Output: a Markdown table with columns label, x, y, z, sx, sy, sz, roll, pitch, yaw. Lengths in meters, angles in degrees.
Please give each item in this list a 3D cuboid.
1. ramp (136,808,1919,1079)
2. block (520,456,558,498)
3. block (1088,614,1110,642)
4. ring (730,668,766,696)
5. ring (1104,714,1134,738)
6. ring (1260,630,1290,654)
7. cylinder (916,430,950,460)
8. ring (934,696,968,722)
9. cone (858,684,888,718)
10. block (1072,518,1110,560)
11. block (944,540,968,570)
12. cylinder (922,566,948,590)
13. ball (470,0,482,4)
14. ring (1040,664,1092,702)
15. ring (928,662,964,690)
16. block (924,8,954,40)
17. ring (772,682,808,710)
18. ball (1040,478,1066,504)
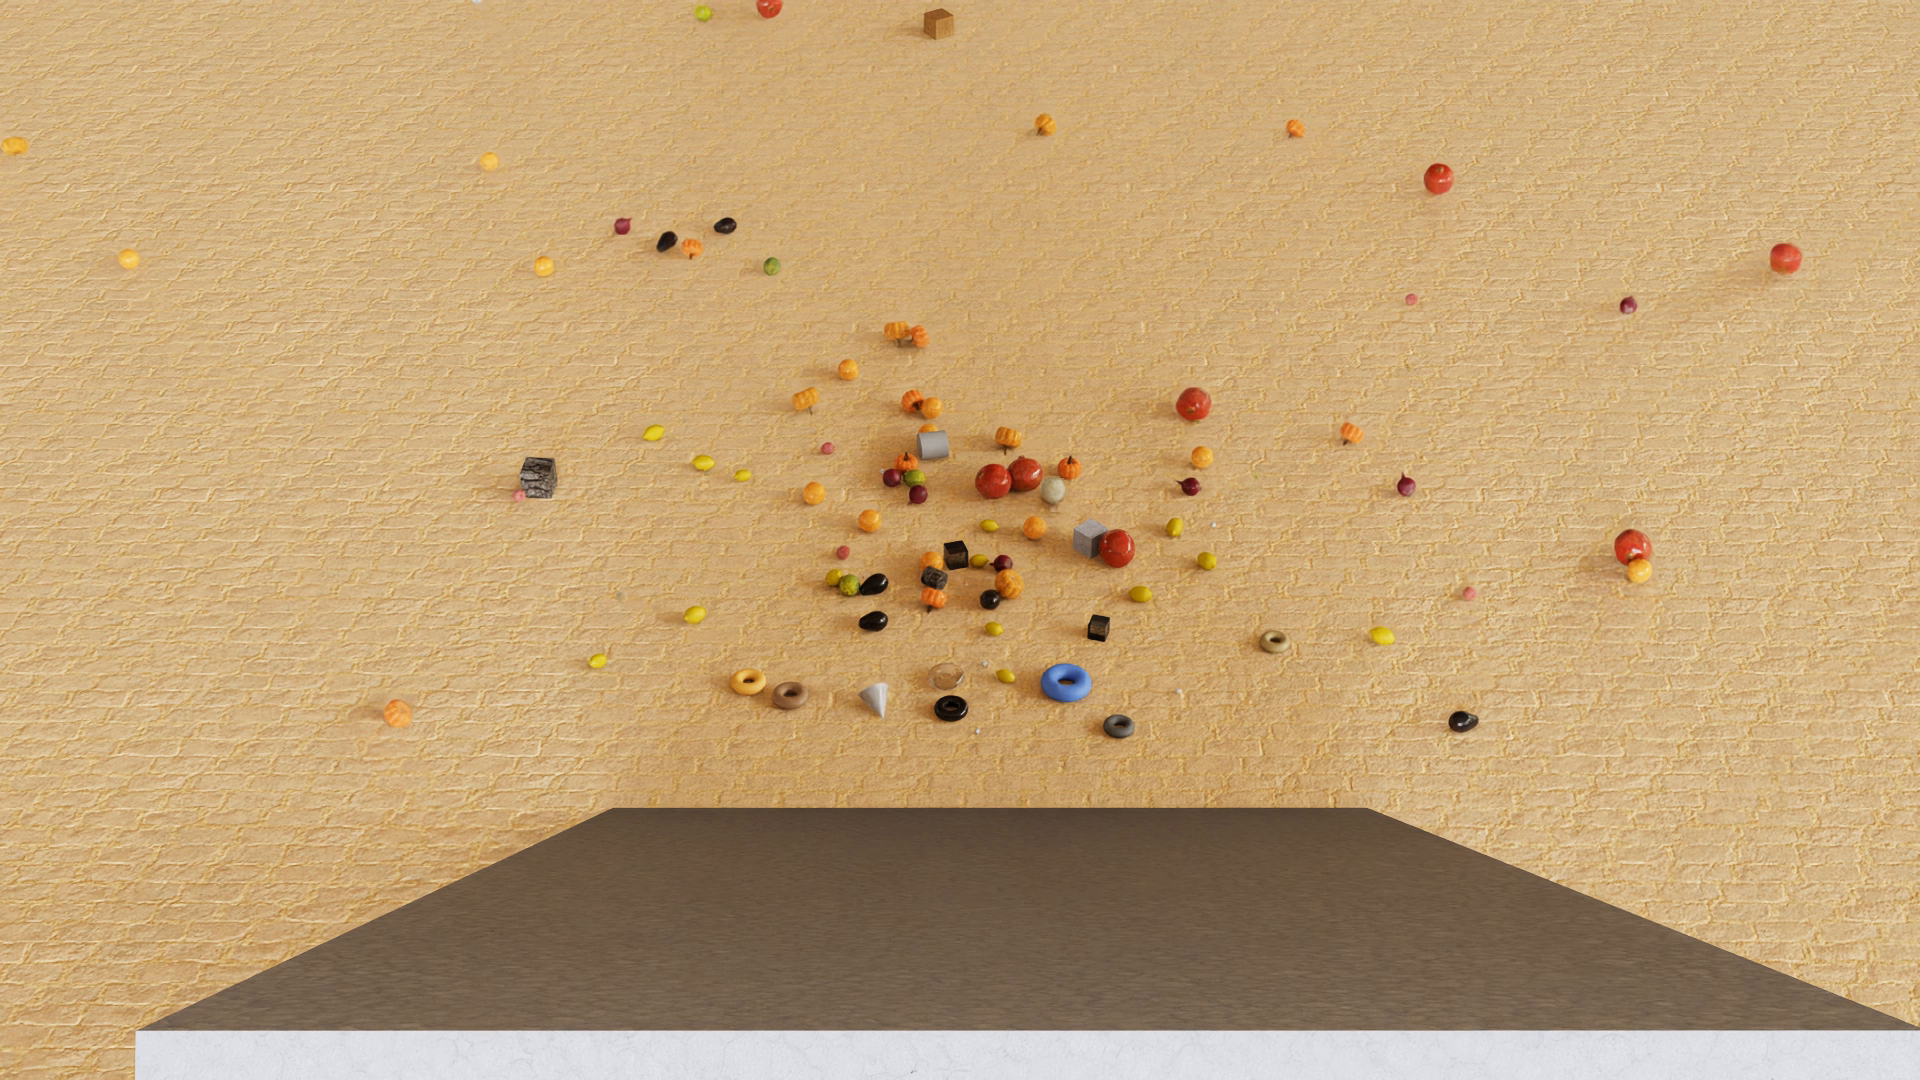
| label | x | y | z | sx | sy | sz | roll | pitch | yaw |
| --- | --- | --- | --- | --- | --- | --- | --- | --- | --- |
| ramp | 0.080 | 0.679 | 4.898 | 2.000 | 0.100 | 4.000 | 0 | -2 | 0 |
| block | -1.325 | -0.196 | 8.181 | 0.092 | 0.092 | 0.092 | 3 | 36 | 4 |
| block | 0.406 | 0.257 | 7.599 | 0.053 | 0.053 | 0.053 | 11 | 38 | 14 |
| ring | -0.603 | 0.404 | 7.417 | 0.101 | 0.034 | 0.101 | 1 | 37 | -1 |
| ring | 0.444 | 0.520 | 7.262 | 0.089 | 0.030 | 0.089 | 1 | 36 | -1 |
| ring | 0.916 | 0.296 | 7.567 | 0.088 | 0.029 | 0.088 | 0 | 38 | 0 |
| cylinder | -0.087 | -0.304 | 8.332 | 0.087 | 0.087 | 0.087 | -8 | 37 | -10 |
| ring | -0.025 | 0.474 | 7.323 | 0.098 | 0.033 | 0.098 | 0 | 38 | 0 |
| cone | -0.230 | 0.465 | 7.328 | 0.090 | 0.090 | 0.090 | -13 | 65 | -17 |
| block | 0.400 | -0.004 | 7.933 | 0.077 | 0.077 | 0.077 | -29 | 45 | -33 |
| block | -0.012 | 0.046 | 7.879 | 0.060 | 0.060 | 0.060 | -11 | 38 | -14 |
| cylinder | -0.076 | 0.114 | 7.789 | 0.057 | 0.057 | 0.057 | 24 | 43 | 29 |
| ball | -2.062 | -2.314 | 11.084 | 0.057 | 0.057 | 0.057 | 0 | 36 | 0 |
| ring | 0.302 | 0.406 | 7.401 | 0.145 | 0.048 | 0.145 | 1 | 37 | -1 |
| ring | -0.040 | 0.391 | 7.433 | 0.108 | 0.036 | 0.108 | -1 | 36 | 1 |
| block | -0.088 | -2.149 | 10.832 | 0.090 | 0.090 | 0.090 | -22 | 42 | -27 |
| ring | -0.482 | 0.441 | 7.366 | 0.106 | 0.035 | 0.106 | -1 | 36 | 1 |
| ball | 0.292 | -0.154 | 8.134 | 0.081 | 0.081 | 0.081 | 0 | 36 | 0 |
